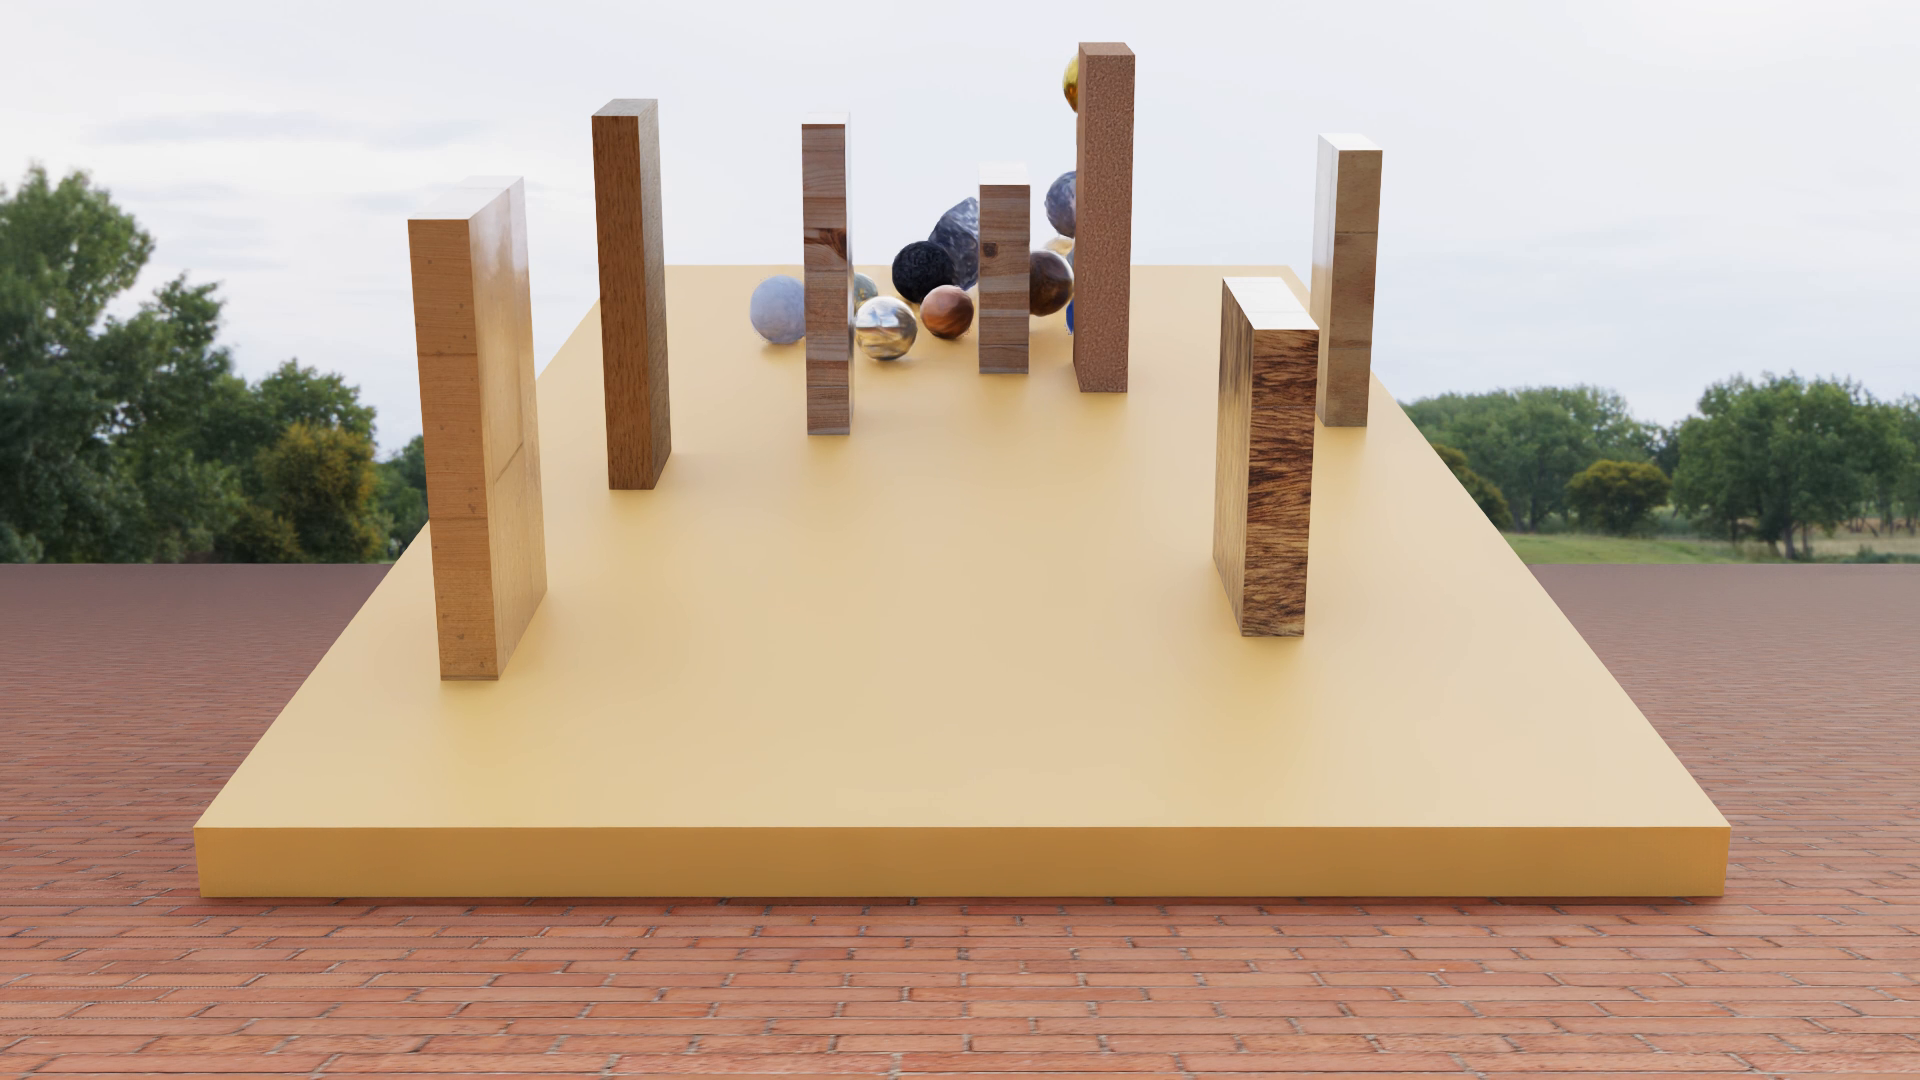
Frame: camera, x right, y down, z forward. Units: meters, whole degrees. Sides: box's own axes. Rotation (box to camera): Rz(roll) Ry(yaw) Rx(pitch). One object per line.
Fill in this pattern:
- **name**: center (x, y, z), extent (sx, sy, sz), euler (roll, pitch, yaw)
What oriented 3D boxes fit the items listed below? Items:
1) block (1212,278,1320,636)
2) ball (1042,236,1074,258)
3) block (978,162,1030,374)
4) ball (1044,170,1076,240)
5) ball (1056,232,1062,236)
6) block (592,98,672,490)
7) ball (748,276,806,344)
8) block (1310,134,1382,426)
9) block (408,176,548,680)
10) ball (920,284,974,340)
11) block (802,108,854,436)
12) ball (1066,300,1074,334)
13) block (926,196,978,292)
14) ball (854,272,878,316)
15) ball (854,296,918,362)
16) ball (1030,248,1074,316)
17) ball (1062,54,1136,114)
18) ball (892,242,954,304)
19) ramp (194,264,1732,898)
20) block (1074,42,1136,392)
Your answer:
- **block**: center (0.504, -0.149, 3.719), extent (0.100, 0.504, 0.427), euler (0, 17, 0)
- **ball**: center (0.293, -0.796, 6.371), extent (0.147, 0.147, 0.147), euler (0, 0, 0)
- **block**: center (0.105, -0.674, 5.469), extent (0.119, 0.453, 0.388), euler (0, 17, 0)
- **ball**: center (0.331, -0.930, 6.174), extent (0.191, 0.191, 0.191), euler (0, 0, 0)
- **ball**: center (0.363, -0.908, 6.562), extent (0.155, 0.155, 0.155), euler (0, 0, 0)
- **block**: center (-0.648, -0.491, 4.426), extent (0.088, 0.729, 0.294), euler (0, 17, 0)
- **ball**: center (-0.448, -0.584, 5.649), extent (0.173, 0.173, 0.173), euler (0, 0, 0)
- **block**: center (0.843, -0.576, 4.914), extent (0.093, 0.601, 0.277), euler (0, 17, 0)
- **block**: center (-0.748, -0.187, 3.499), extent (0.087, 0.706, 0.432), euler (0, 17, 0)
- **ball**: center (-0.033, -0.584, 5.706), extent (0.138, 0.138, 0.138), euler (0, 0, 0)
- **block**: center (-0.283, -0.585, 4.833), extent (0.091, 0.664, 0.280), euler (0, 17, 0)
- **ball**: center (0.328, -0.572, 5.707), extent (0.117, 0.117, 0.117), euler (0, 0, 0)
- **block**: center (0.018, -0.828, 6.250), extent (0.166, 0.166, 0.166), euler (40, 37, 6)
- **ball**: center (-0.281, -0.648, 5.925), extent (0.129, 0.129, 0.129), euler (0, 0, 0)
- **ball**: center (-0.184, -0.518, 5.462), extent (0.159, 0.159, 0.159), euler (0, 0, 0)
- **ball**: center (0.209, -0.665, 5.753), extent (0.173, 0.173, 0.173), euler (0, 0, 0)
- **ball**: center (0.387, -1.271, 6.204), extent (0.205, 0.205, 0.205), euler (0, 0, 0)
- **ball**: center (-0.103, -0.736, 6.133), extent (0.172, 0.172, 0.172), euler (0, 0, 0)
- **ramp**: center (-0.003, -0.180, 4.821), extent (2.000, 0.100, 4.000), euler (0, 17, 0)
- **block**: center (0.334, -0.758, 5.213), extent (0.109, 0.768, 0.328), euler (0, 17, 0)
